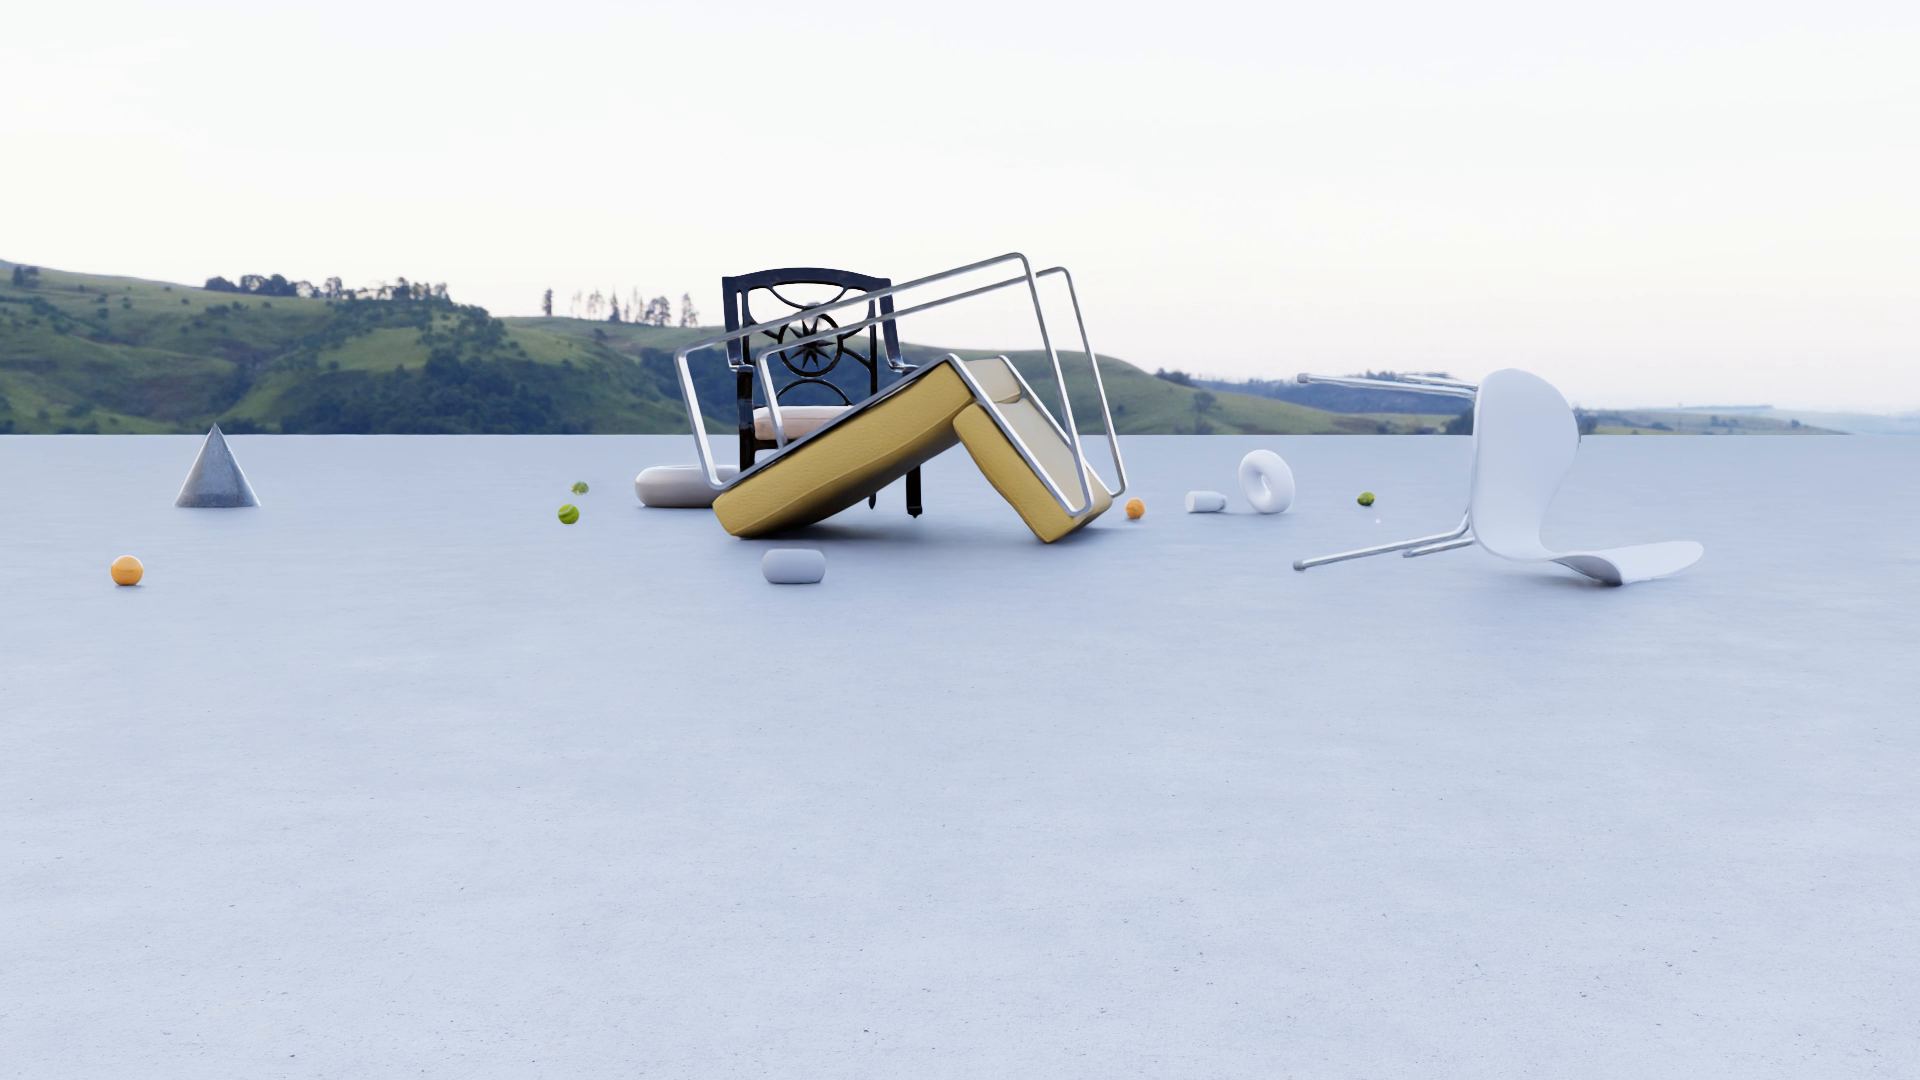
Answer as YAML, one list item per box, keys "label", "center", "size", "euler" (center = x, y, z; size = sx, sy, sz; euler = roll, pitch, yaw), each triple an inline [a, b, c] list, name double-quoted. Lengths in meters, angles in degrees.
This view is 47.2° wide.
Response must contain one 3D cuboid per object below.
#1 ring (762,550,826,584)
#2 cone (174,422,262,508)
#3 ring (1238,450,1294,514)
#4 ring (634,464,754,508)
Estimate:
- label: "ring"
  center: [-0.385, 0.061, 5.096]
  size: [0.150, 0.078, 0.094]
  euler: [1, 1, -16]
- label: "cone"
  center: [-2.860, -0.293, 8.455]
  size: [0.326, 0.323, 0.303]
  euler: [-2, 4, -27]
- label: "ring"
  center: [1.106, -0.208, 7.934]
  size: [0.090, 0.231, 0.253]
  euler: [-18, 45, -31]
- label: "ring"
  center: [-1.020, -0.206, 8.435]
  size: [0.479, 0.154, 0.385]
  euler: [1, 5, 25]
